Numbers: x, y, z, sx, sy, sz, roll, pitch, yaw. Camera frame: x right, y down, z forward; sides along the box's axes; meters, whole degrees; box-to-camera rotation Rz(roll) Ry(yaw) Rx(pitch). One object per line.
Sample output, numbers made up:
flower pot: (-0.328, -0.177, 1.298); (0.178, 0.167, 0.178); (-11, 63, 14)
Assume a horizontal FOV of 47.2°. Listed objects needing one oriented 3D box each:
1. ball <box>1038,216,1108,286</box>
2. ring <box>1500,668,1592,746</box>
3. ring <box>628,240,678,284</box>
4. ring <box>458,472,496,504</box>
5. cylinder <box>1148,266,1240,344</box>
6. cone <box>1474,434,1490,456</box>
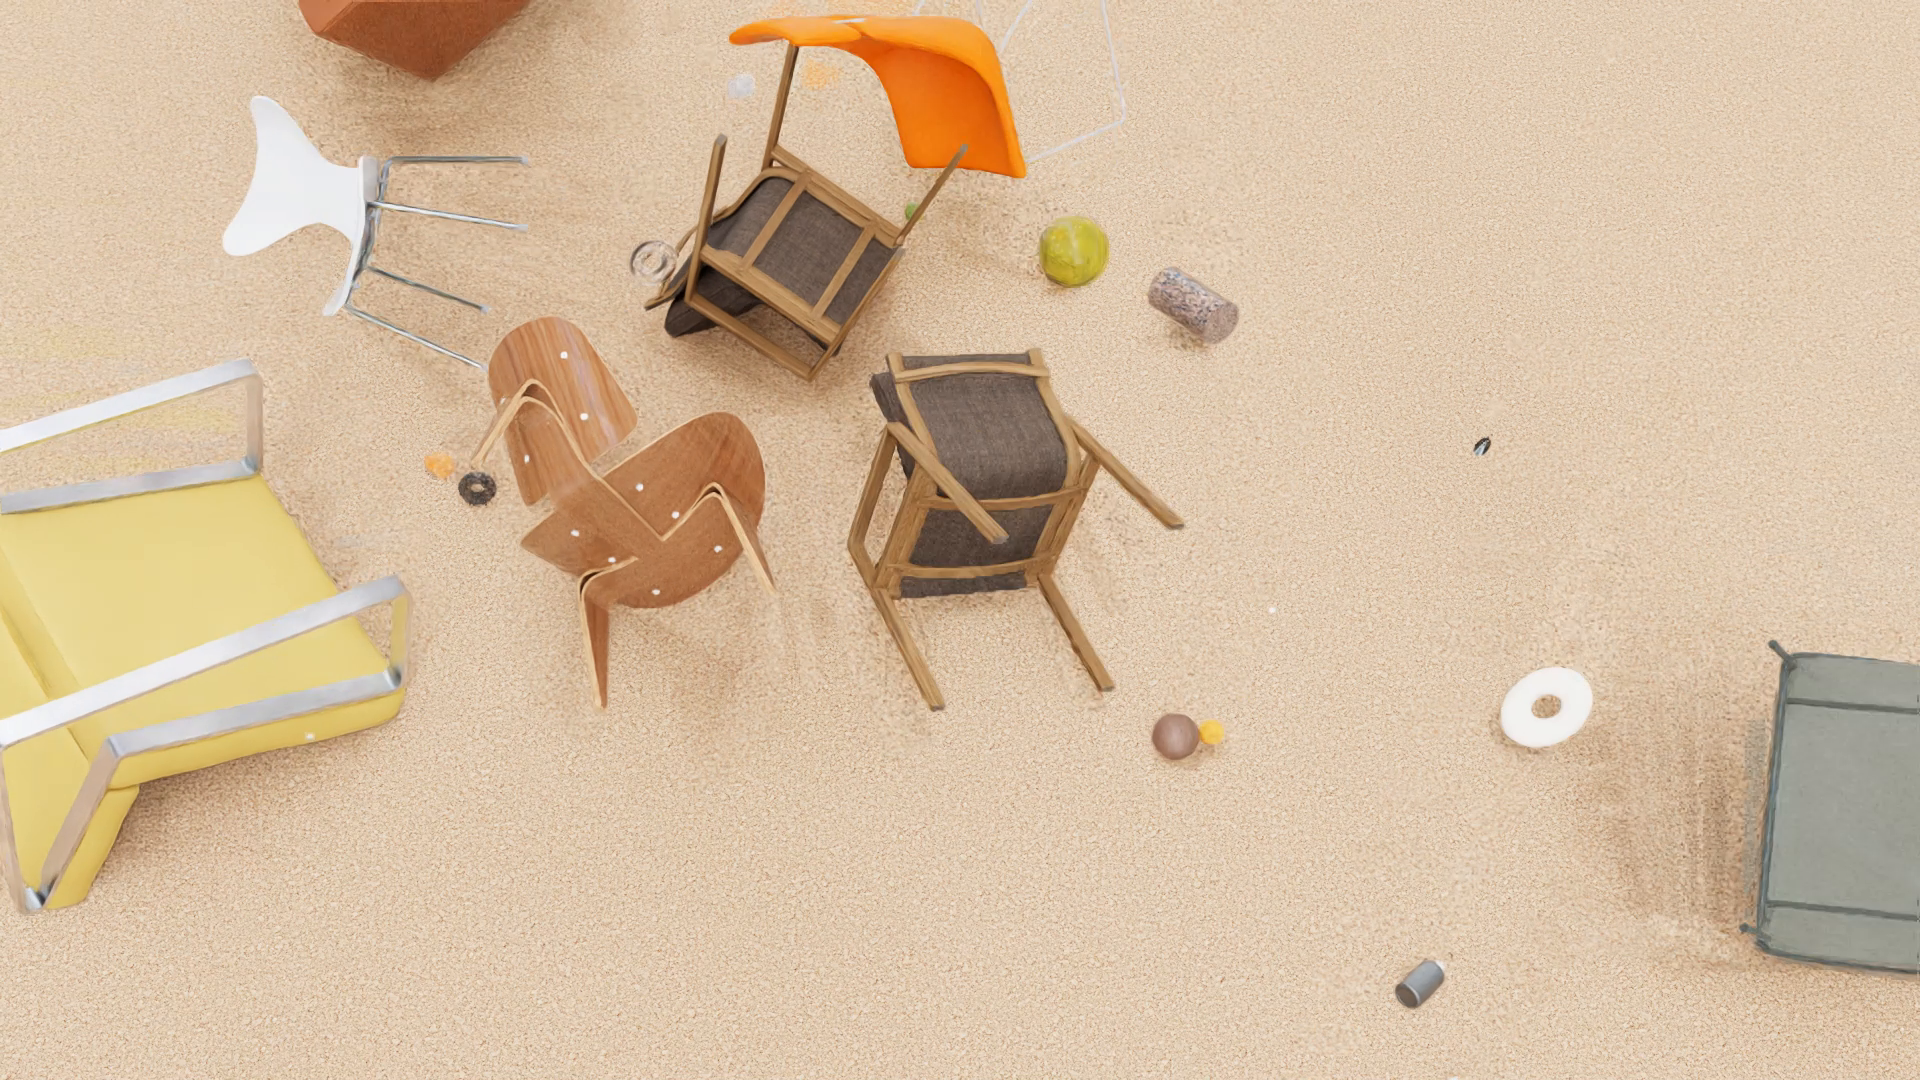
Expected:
ball: (0.363, -0.929, 7.062); (0.225, 0.225, 0.225); (0, 56, 0)
ring: (1.635, 0.465, 6.128); (0.298, 0.056, 0.211); (-35, 62, -20)
ring: (-0.914, -0.828, 6.551); (0.150, 0.050, 0.133); (-33, 83, -5)
ring: (-1.452, -0.155, 6.618); (0.113, 0.110, 0.038); (-28, 30, 10)
cylinder: (0.730, -0.737, 6.887); (0.145, 0.129, 0.279); (-47, 47, -2)
cone: (1.618, -0.306, 6.759); (0.040, 0.073, 0.091); (36, 40, 8)
